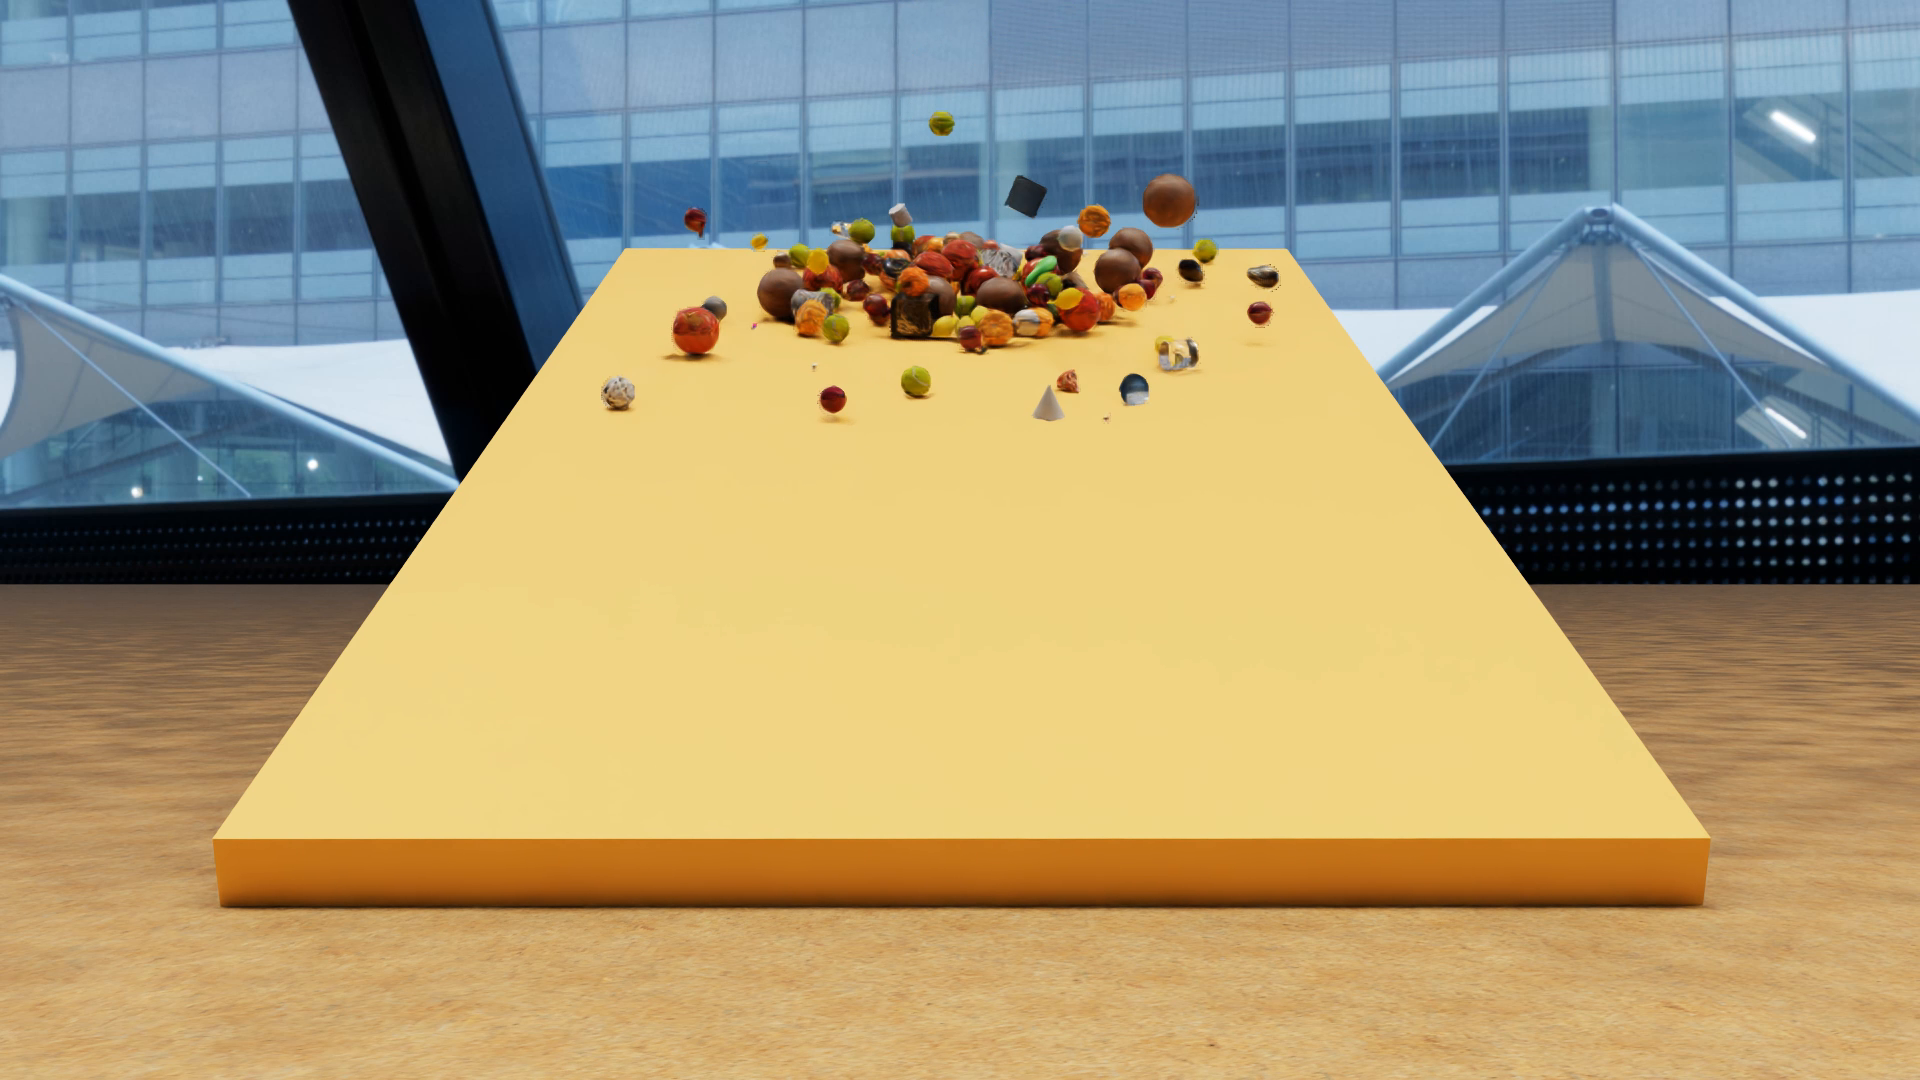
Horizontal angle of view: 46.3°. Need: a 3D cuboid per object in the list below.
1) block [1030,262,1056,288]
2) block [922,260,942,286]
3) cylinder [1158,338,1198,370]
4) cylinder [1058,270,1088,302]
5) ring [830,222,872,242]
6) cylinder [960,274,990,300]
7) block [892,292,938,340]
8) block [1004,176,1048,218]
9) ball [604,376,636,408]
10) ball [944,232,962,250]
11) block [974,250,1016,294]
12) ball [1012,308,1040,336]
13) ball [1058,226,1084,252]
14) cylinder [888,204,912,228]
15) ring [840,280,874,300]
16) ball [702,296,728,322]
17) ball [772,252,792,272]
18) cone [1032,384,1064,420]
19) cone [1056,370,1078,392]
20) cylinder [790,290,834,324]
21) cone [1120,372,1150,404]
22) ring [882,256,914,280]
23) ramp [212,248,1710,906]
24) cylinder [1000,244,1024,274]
[{"bbox_3d":[0.230,-0.741,6.281,0.055,0.055,0.055,-6,25,-18],"label":"block"},{"bbox_3d":[-0.080,-0.748,6.286,0.053,0.053,0.053,2,30,-4],"label":"block"},{"bbox_3d":[0.524,-0.445,5.391,0.070,0.070,0.070,-10,4,-27],"label":"cylinder"},{"bbox_3d":[0.306,-0.687,6.070,0.060,0.060,0.060,-35,10,7],"label":"cylinder"},{"bbox_3d":[-0.306,-0.868,6.323,0.119,0.040,0.119,12,5,-1],"label":"ring"},{"bbox_3d":[0.042,-0.690,6.127,0.060,0.060,0.060,-1,12,41],"label":"cylinder"},{"bbox_3d":[-0.114,-0.572,5.718,0.099,0.099,0.099,5,19,13],"label":"block"},{"bbox_3d":[0.185,-0.971,6.357,0.092,0.092,0.092,24,8,-3],"label":"block"},{"bbox_3d":[-0.766,-0.332,5.047,0.072,0.072,0.072,0,-1,0],"label":"ball"},{"bbox_3d":[-0.020,-0.818,6.156,0.051,0.051,0.051,0,-1,0],"label":"ball"},{"bbox_3d":[0.096,-0.740,6.190,0.083,0.083,0.083,8,-25,20],"label":"block"},{"bbox_3d":[0.167,-0.545,5.628,0.068,0.068,0.068,0,-1,0],"label":"ball"},{"bbox_3d":[0.294,-0.803,5.975,0.068,0.068,0.068,0,-1,0],"label":"ball"},{"bbox_3d":[-0.167,-0.907,6.290,0.050,0.050,0.050,-25,26,13],"label":"cylinder"},{"bbox_3d":[-0.284,-0.681,6.130,0.095,0.032,0.095,-9,27,4],"label":"ring"},{"bbox_3d":[-0.640,-0.601,5.852,0.068,0.068,0.068,0,-1,0],"label":"ball"},{"bbox_3d":[-0.511,-0.801,6.465,0.055,0.055,0.055,0,-1,0],"label":"ball"},{"bbox_3d":[0.197,-0.310,4.984,0.074,0.074,0.074,0,19,0],"label":"cone"},{"bbox_3d":[0.260,-0.356,5.198,0.054,0.054,0.054,1,41,-43],"label":"cone"},{"bbox_3d":[-0.384,-0.605,5.838,0.084,0.084,0.084,8,2,23],"label":"cylinder"},{"bbox_3d":[0.383,-0.336,5.114,0.074,0.074,0.074,0,-13,-23],"label":"cone"},{"bbox_3d":[-0.163,-0.720,5.951,0.087,0.029,0.087,10,38,-8],"label":"ring"},{"bbox_3d":[-0.004,-0.194,4.909,2.000,0.100,4.000,0,19,0],"label":"ramp"},{"bbox_3d":[0.136,-0.783,6.254,0.066,0.066,0.066,20,-3,-5],"label":"cylinder"}]
